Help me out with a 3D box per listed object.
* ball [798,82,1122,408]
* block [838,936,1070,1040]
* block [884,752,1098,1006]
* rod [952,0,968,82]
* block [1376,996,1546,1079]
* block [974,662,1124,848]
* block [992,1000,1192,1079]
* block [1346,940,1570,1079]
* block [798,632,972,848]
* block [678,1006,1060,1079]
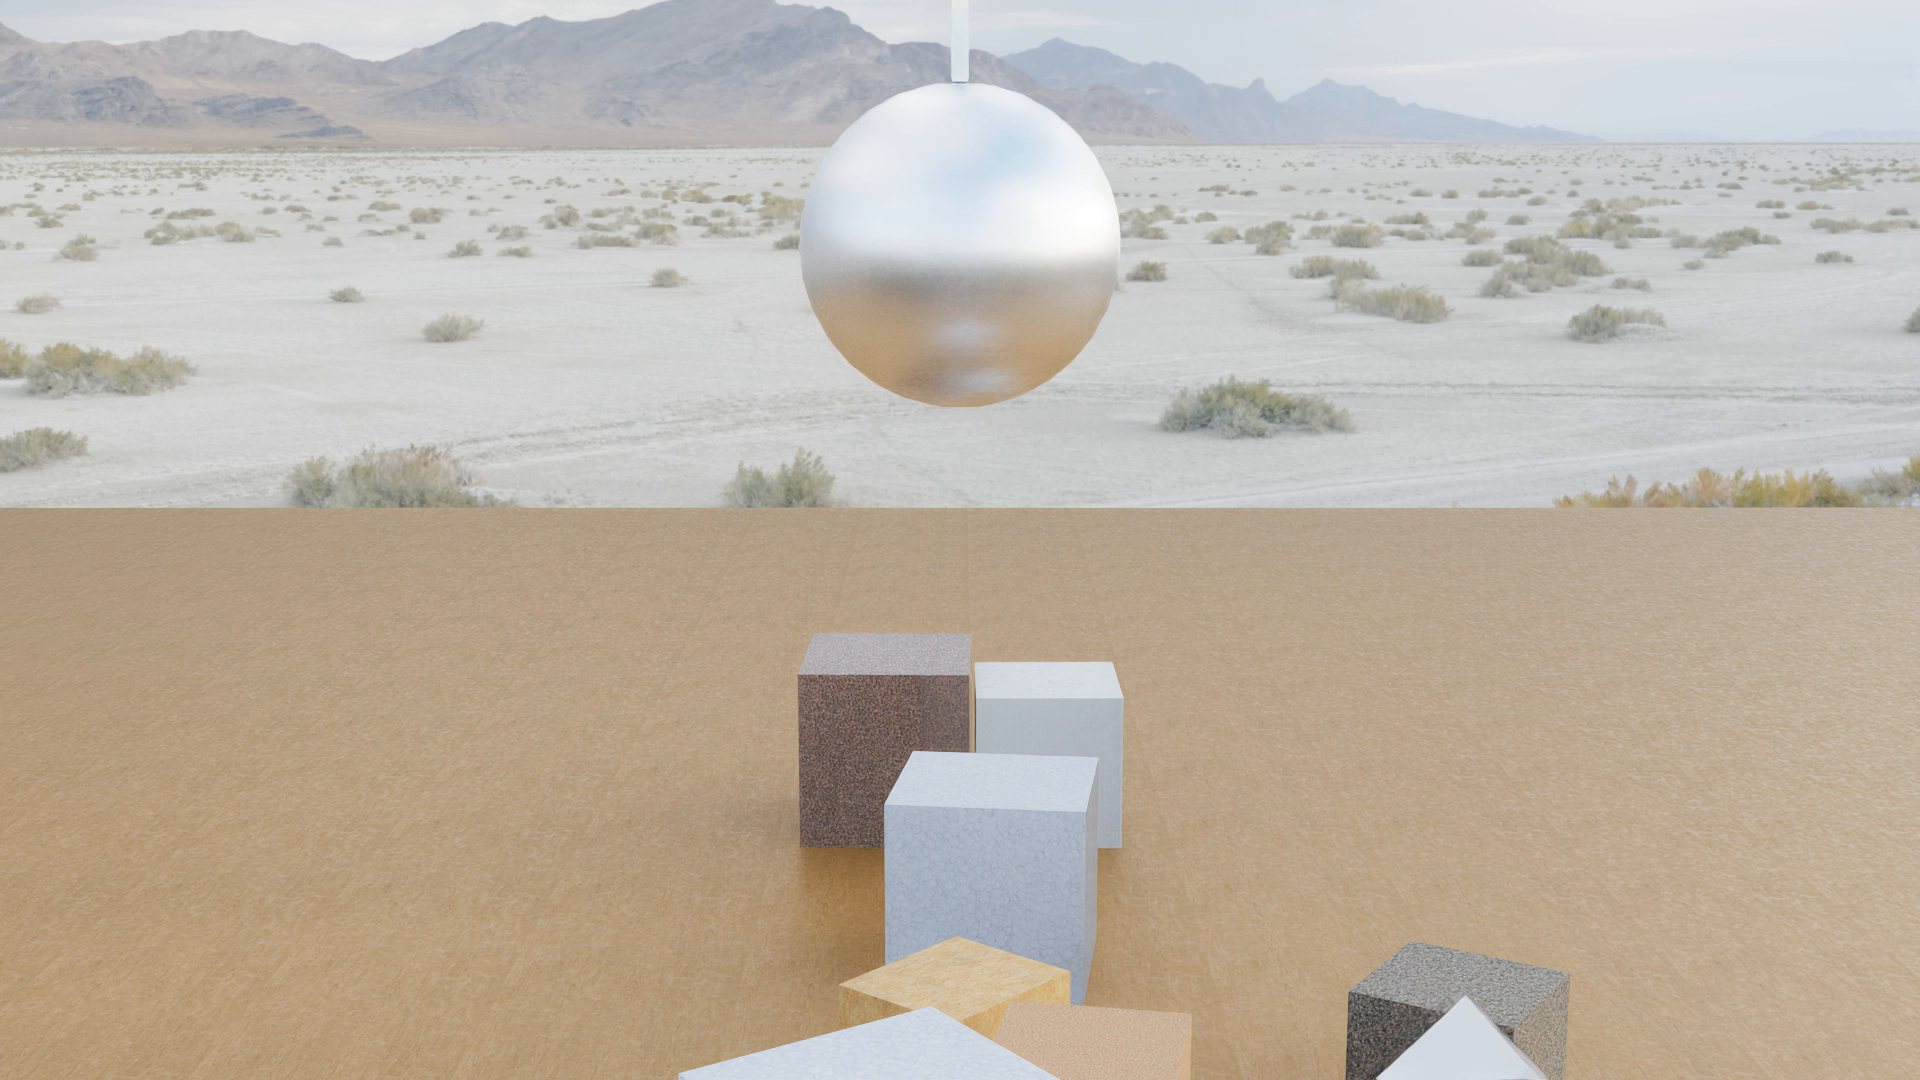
[{"bbox_3d":[0.000,-1.458,10.915,1.600,1.600,1.600,0,10,0],"label":"ball"},{"bbox_3d":[-0.017,1.838,7.926,0.544,0.548,0.639,9,14,40],"label":"block"},{"bbox_3d":[0.150,1.426,9.409,0.825,0.827,0.806,1,10,7],"label":"block"},{"bbox_3d":[0.000,-4.803,10.307,0.080,5.200,0.080,0,10,0],"label":"rod"},{"bbox_3d":[1.570,1.899,6.623,0.652,0.614,0.543,-44,12,3],"label":"block"},{"bbox_3d":[0.444,1.098,11.357,0.732,0.776,0.769,0,10,0],"label":"block"},{"bbox_3d":[0.410,1.939,7.133,0.613,0.632,0.656,2,10,11],"label":"block"},{"bbox_3d":[1.801,1.846,7.960,0.608,0.519,0.600,7,12,32],"label":"block"},{"bbox_3d":[-0.370,1.025,11.431,0.850,0.894,0.934,0,10,1],"label":"block"},{"bbox_3d":[-0.181,1.980,6.243,0.874,0.869,0.938,-7,12,-34],"label":"block"}]
